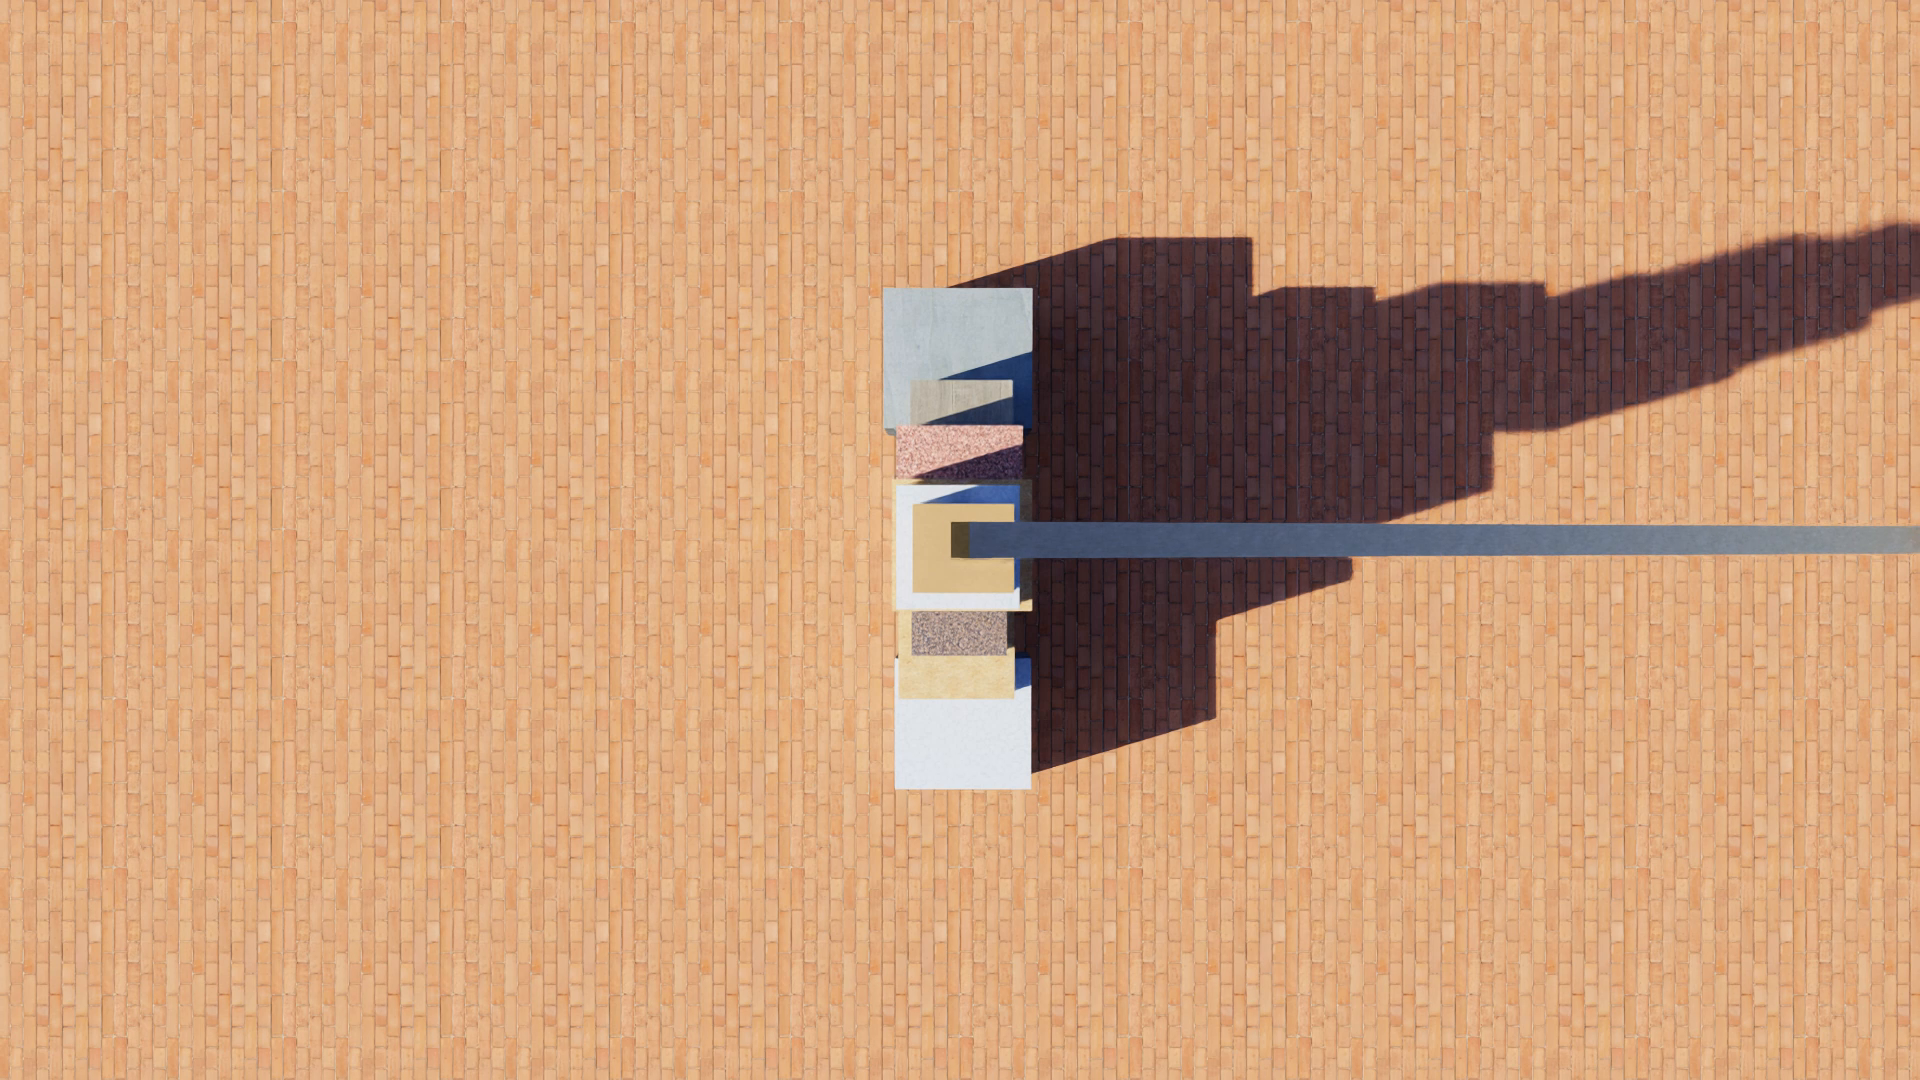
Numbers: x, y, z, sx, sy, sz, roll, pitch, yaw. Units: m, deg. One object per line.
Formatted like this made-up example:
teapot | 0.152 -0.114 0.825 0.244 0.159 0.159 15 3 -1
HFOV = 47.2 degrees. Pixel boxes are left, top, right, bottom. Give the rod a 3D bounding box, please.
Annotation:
rod | 2.234 0.000 6.126 5.200 0.080 0.080 0 90 -31

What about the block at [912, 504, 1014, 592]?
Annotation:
block | 0.014 0.034 9.508 0.431 0.349 0.377 0 91 0

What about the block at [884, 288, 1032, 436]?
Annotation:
block | -0.011 -1.004 12.567 0.821 0.865 0.774 0 90 0

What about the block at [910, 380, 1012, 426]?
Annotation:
block | 0.008 -0.620 11.861 0.538 0.547 0.447 0 90 0

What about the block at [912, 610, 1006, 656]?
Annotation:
block | -0.005 0.335 11.394 0.482 0.574 0.502 0 90 0

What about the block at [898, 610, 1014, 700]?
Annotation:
block | -0.018 0.557 11.978 0.616 0.593 0.577 0 90 0

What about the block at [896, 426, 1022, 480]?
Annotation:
block | -0.001 -0.248 11.275 0.627 0.632 0.658 0 91 0

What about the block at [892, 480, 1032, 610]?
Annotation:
block | 0.009 0.018 10.605 0.655 0.715 0.613 0 91 0

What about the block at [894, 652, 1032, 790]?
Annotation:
block | 0.017 1.026 12.637 0.762 0.725 0.730 0 90 0

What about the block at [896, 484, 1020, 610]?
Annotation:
block | -0.009 0.028 9.965 0.541 0.566 0.548 0 91 0

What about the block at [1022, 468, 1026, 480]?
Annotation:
block | 0.014 -0.065 12.088 0.686 0.607 0.647 0 90 0
